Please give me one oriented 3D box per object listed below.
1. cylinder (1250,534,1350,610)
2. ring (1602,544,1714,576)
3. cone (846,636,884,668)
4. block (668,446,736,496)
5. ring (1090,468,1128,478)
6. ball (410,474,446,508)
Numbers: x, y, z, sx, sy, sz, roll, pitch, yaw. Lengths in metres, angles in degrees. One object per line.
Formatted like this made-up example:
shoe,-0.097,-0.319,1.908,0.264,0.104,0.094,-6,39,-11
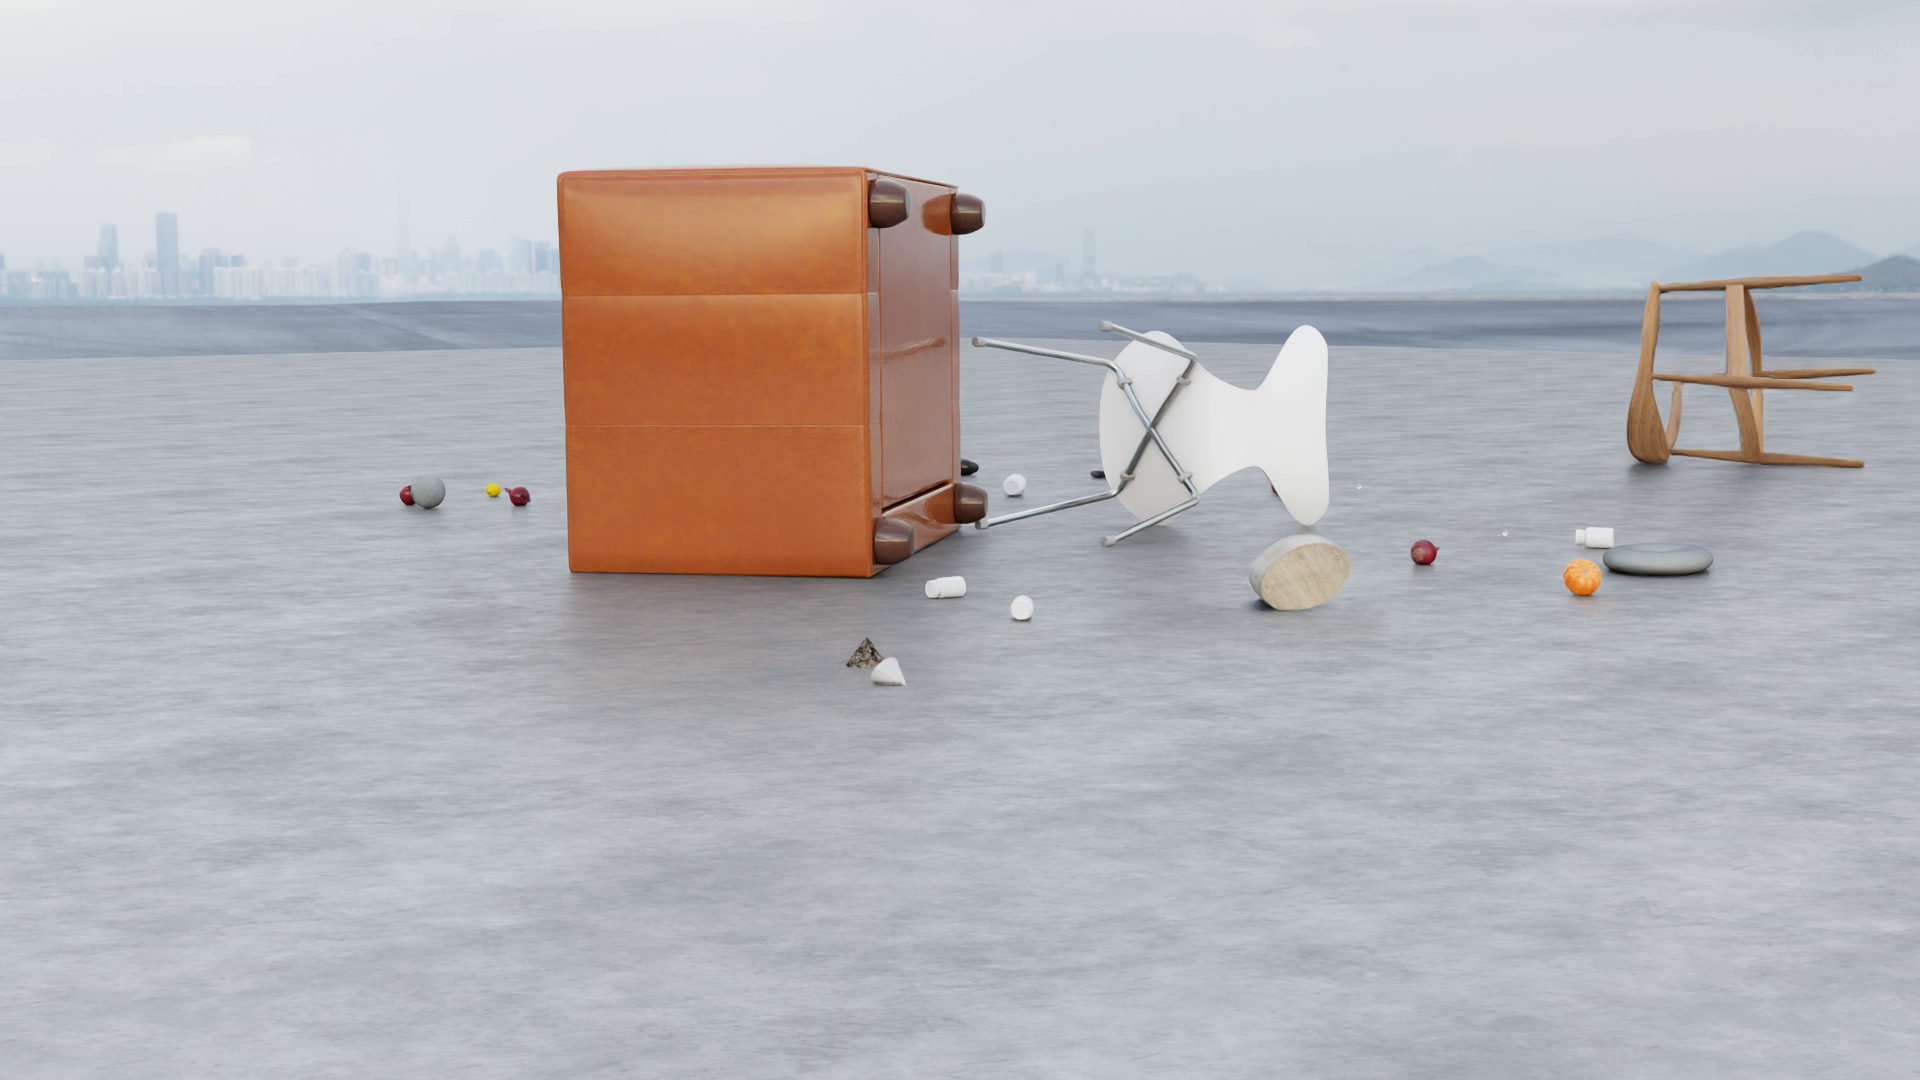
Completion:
cylinder,0.678,0.064,5.136,0.186,0.122,0.180,-24,6,2
ring,1.566,0.042,5.757,0.238,0.052,0.317,2,6,26
cone,-0.158,0.188,4.347,0.076,0.050,0.067,4,7,37
block,-0.782,-0.211,7.802,0.148,0.135,0.175,2,6,18
ring,0.487,-0.218,8.392,0.125,0.028,0.121,-4,8,-41
ball,-1.508,-0.138,7.275,0.097,0.097,0.097,0,6,0
